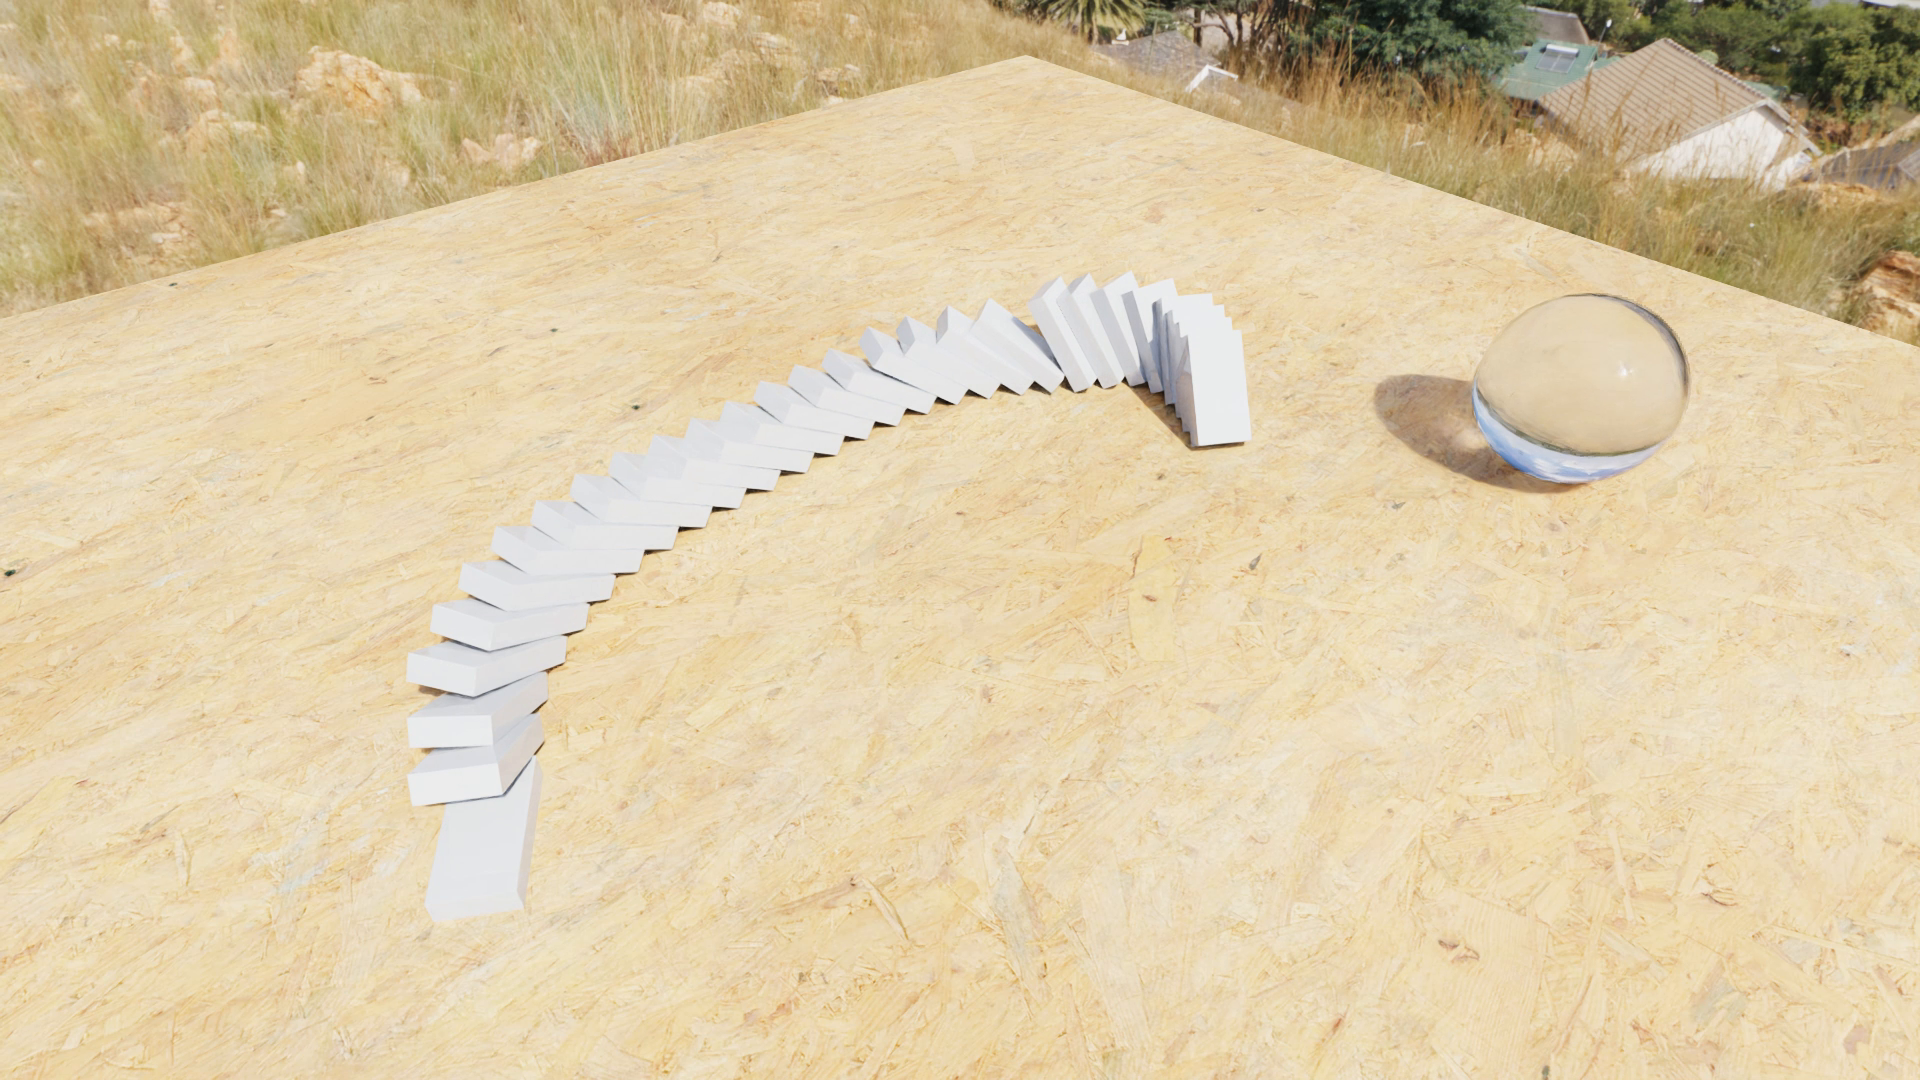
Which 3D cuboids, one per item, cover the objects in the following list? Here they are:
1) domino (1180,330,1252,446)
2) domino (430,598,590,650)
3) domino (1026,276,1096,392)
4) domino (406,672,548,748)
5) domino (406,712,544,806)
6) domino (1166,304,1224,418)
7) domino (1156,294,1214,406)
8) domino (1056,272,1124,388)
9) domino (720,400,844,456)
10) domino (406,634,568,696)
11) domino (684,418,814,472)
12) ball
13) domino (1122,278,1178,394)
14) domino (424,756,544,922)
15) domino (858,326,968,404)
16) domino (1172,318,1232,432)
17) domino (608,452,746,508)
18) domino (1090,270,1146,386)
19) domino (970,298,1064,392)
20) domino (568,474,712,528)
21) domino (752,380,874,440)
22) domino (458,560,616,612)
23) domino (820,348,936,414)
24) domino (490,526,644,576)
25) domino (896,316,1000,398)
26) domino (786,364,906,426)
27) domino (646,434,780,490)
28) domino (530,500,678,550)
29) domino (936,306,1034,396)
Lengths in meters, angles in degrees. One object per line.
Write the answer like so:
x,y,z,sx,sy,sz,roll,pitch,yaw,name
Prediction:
0.116,-0.069,0.499,0.025,0.050,0.010,-6,2,-8,domino
-0.158,0.027,0.390,0.025,0.009,0.050,14,8,17,domino
0.053,-0.100,0.536,0.010,0.050,0.025,-16,25,38,domino
-0.155,0.054,0.358,0.025,0.009,0.050,-1,8,-2,domino
-0.148,0.067,0.341,0.025,0.009,0.050,-6,9,-7,domino
0.113,-0.084,0.517,0.025,0.050,0.009,-6,2,-8,domino
0.109,-0.091,0.526,0.025,0.050,0.010,-6,2,-8,domino
0.067,-0.102,0.539,0.010,0.050,0.025,-15,27,38,domino
-0.078,-0.049,0.484,0.025,0.009,0.050,33,18,34,domino
-0.160,0.040,0.375,0.025,0.010,0.050,10,9,12,domino
-0.090,-0.041,0.473,0.025,0.009,0.050,33,18,34,domino
0.261,-0.064,0.465,0.080,0.080,0.080,0,39,0,ball
0.098,-0.099,0.536,0.025,0.050,0.010,-22,8,-25,domino
-0.143,0.090,0.334,0.025,0.010,0.050,-7,40,-8,domino
-0.022,-0.083,0.523,0.050,0.010,0.025,19,26,-36,domino
0.114,-0.076,0.508,0.025,0.050,0.009,-6,2,-8,domino
-0.116,-0.025,0.453,0.025,0.009,0.050,33,17,34,domino
0.084,-0.104,0.541,0.009,0.050,0.025,-9,22,49,domino
0.029,-0.096,0.538,0.050,0.009,0.025,35,35,-11,domino
-0.128,-0.016,0.442,0.025,0.009,0.050,31,16,32,domino
-0.065,-0.058,0.495,0.050,0.010,0.025,6,25,-49,domino
-0.154,0.015,0.404,0.025,0.010,0.050,19,10,22,domino
-0.038,-0.074,0.513,0.050,0.010,0.025,11,25,-44,domino
-0.148,0.004,0.419,0.025,0.009,0.050,25,13,28,domino
-0.006,-0.088,0.529,0.050,0.010,0.025,23,29,-30,domino
-0.052,-0.066,0.504,0.050,0.010,0.025,8,25,-48,domino
-0.103,-0.032,0.463,0.025,0.010,0.050,33,17,34,domino
-0.138,-0.006,0.430,0.025,0.009,0.050,27,14,29,domino
0.012,-0.092,0.535,0.050,0.010,0.025,28,33,-22,domino
